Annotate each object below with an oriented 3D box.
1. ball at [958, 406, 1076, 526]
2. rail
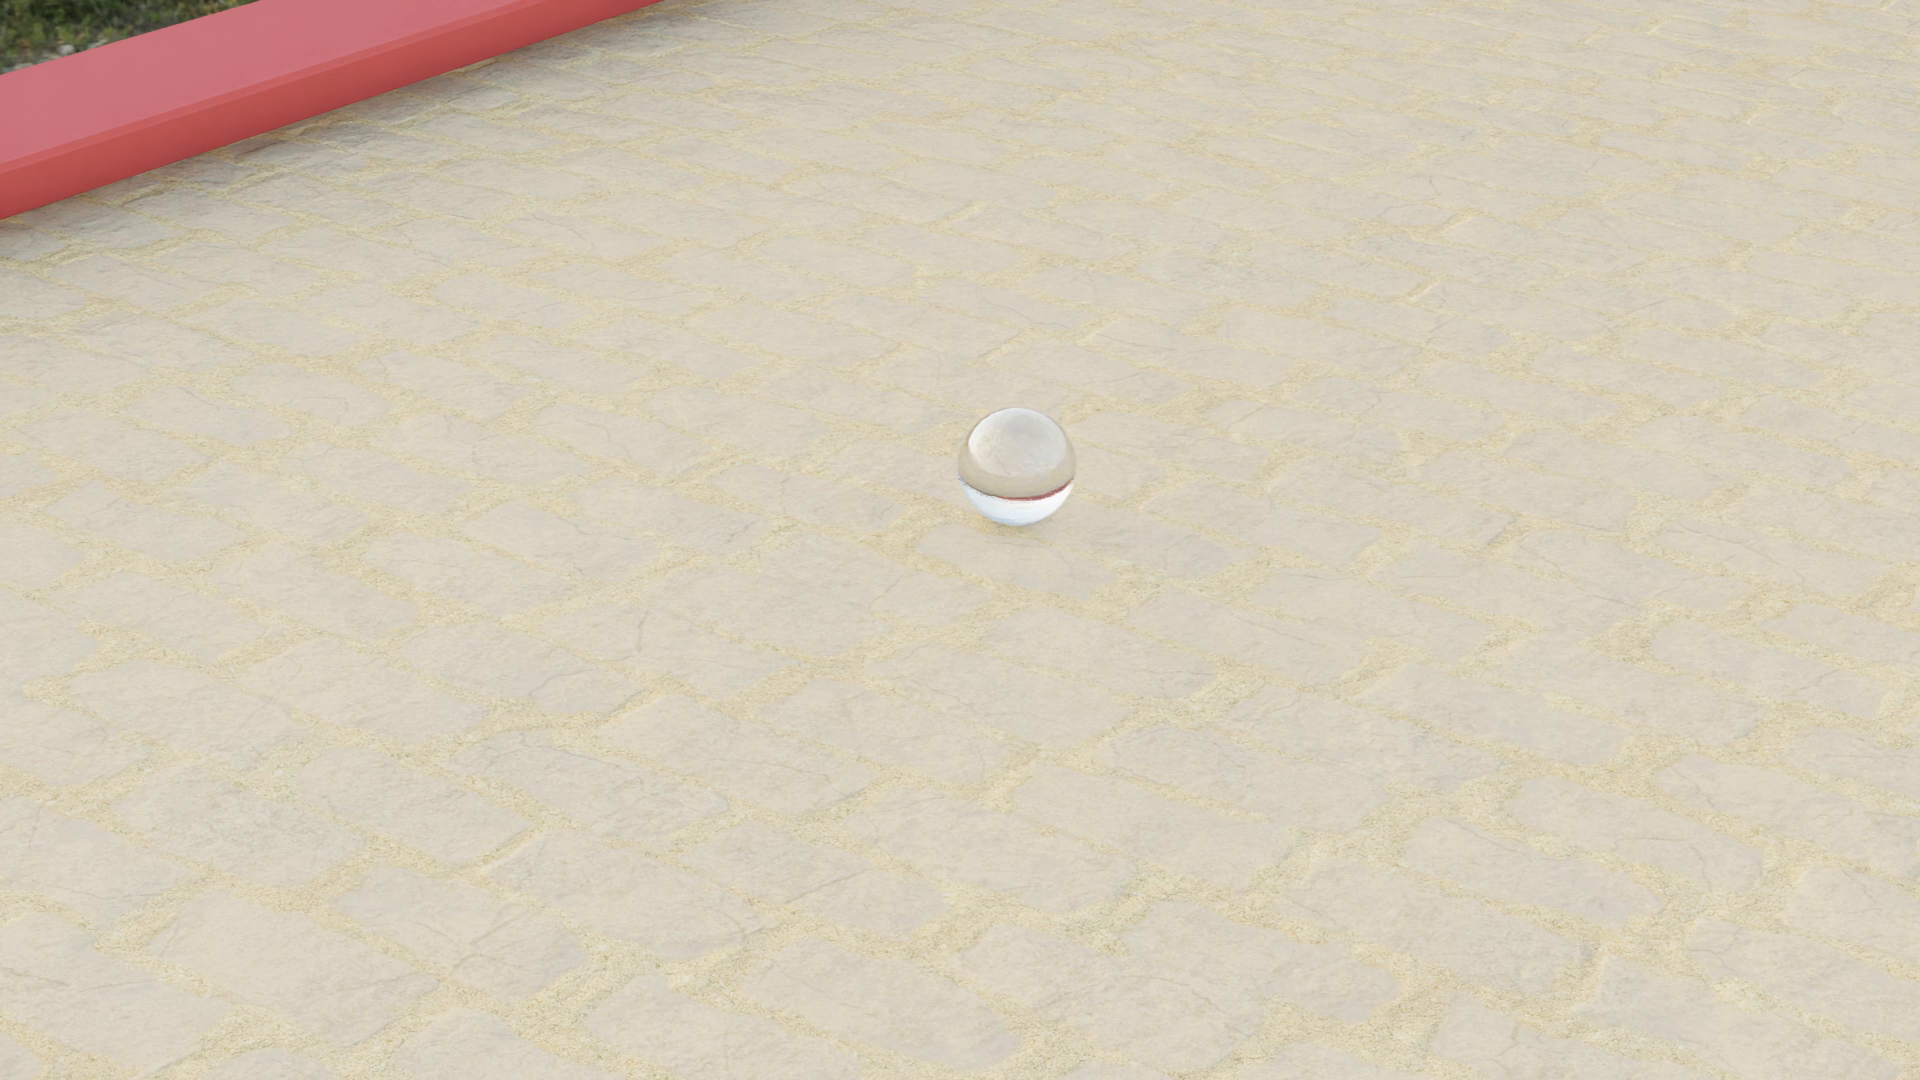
[{"bbox_3d":[0.036,-0.047,1.867,0.076,0.076,0.076,0,26,0],"label":"ball"},{"bbox_3d":[-0.239,-0.623,3.012,0.045,0.115,3.933,18,31,32],"label":"rail"}]
